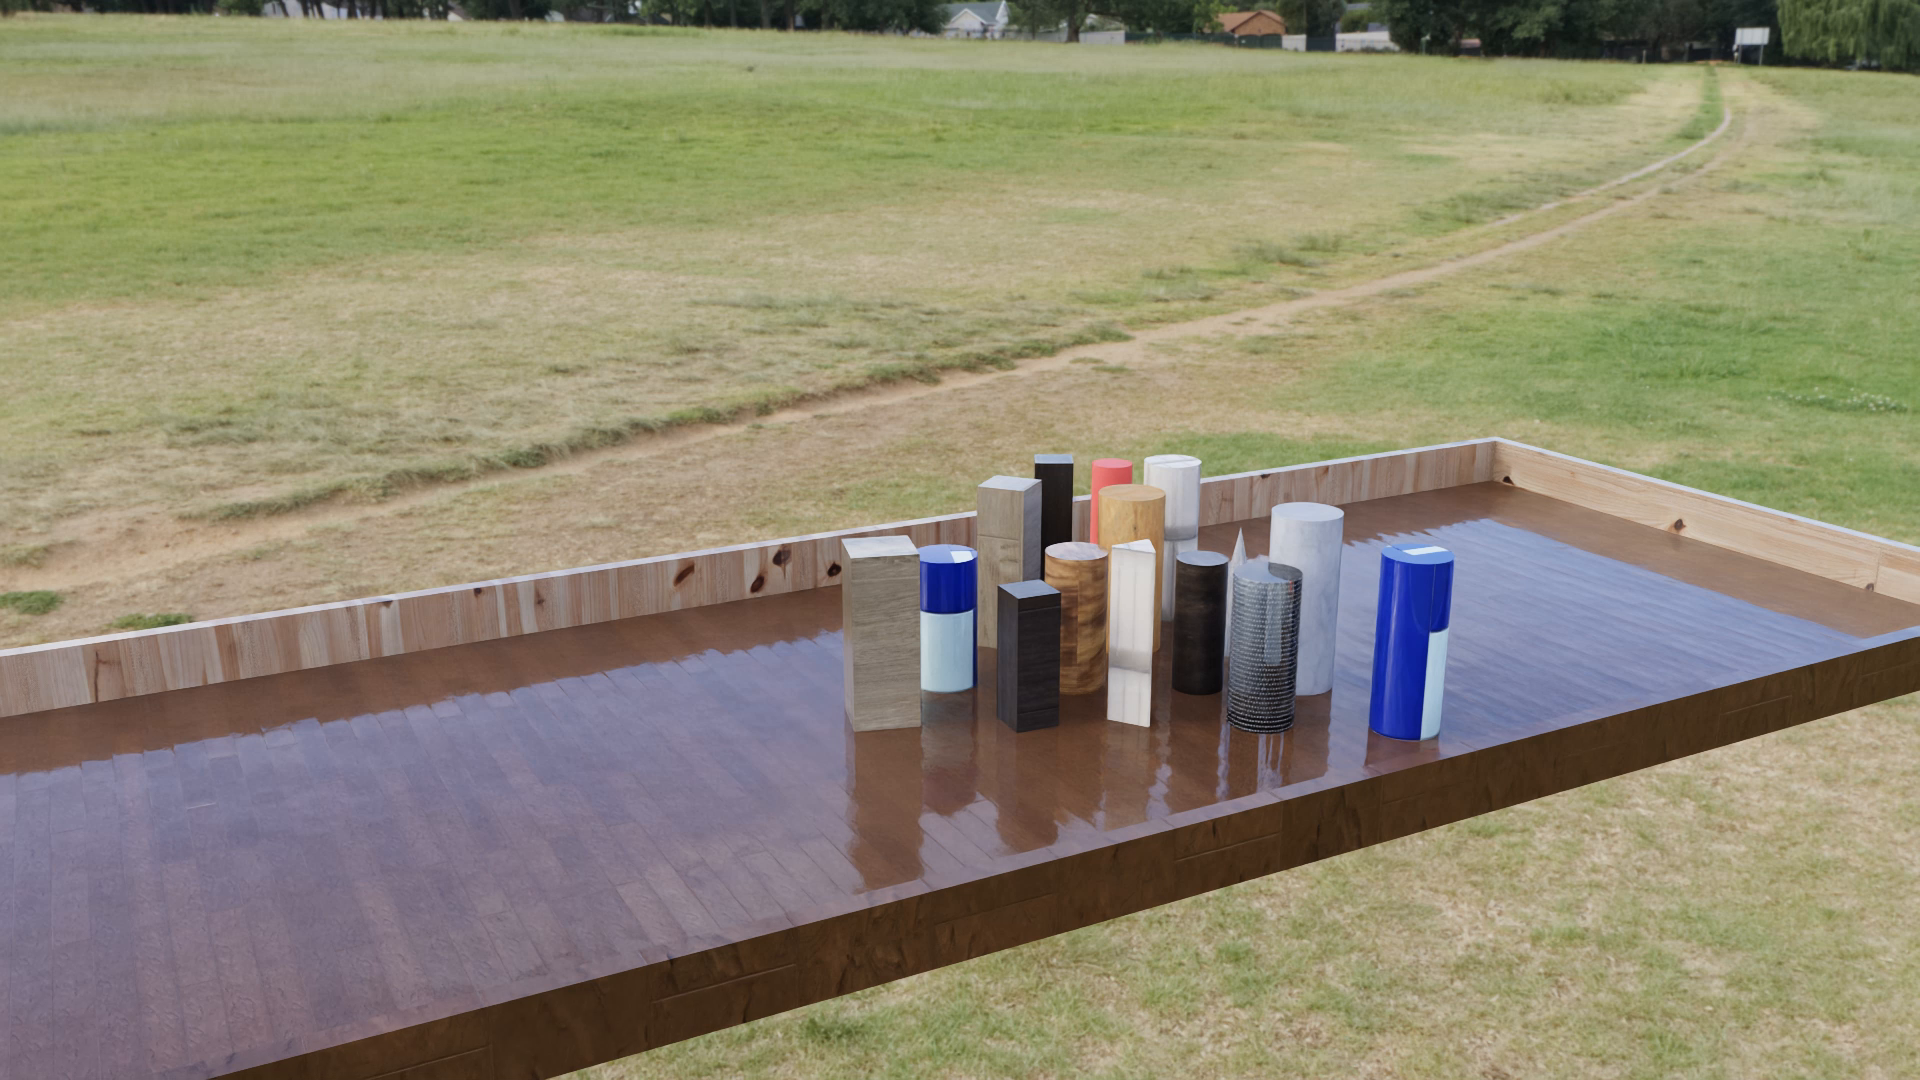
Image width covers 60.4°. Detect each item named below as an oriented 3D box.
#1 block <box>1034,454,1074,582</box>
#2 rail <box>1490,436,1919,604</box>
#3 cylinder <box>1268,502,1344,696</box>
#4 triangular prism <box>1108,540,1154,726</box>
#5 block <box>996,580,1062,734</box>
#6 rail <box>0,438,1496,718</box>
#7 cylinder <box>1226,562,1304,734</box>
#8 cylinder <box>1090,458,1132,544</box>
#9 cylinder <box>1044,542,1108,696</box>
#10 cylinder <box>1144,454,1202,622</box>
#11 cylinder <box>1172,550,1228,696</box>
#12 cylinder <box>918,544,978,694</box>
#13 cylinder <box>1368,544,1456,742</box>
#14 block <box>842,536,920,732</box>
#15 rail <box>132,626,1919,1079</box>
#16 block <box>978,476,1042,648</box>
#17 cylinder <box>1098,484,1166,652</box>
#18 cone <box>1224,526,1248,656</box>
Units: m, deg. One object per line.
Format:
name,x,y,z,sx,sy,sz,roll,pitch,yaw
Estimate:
block,0.258,-0.009,4.594,0.104,0.446,0.104,0,16,1
rail,2.466,-0.048,5.253,0.050,0.150,2.100,-9,18,-27
cylinder,0.846,0.144,4.075,0.174,0.445,0.174,0,16,0
triangular prism,0.417,0.215,3.867,0.106,0.427,0.092,8,18,27
block,0.160,0.270,3.852,0.110,0.329,0.110,-7,18,-23
rail,-3.305,0.497,3.399,12.000,0.150,0.050,-9,18,-27
cylinder,0.710,0.251,3.849,0.158,0.368,0.158,0,16,0
cylinder,0.441,-0.042,4.829,0.118,0.377,0.118,0,16,0
cylinder,0.286,0.193,4.083,0.156,0.347,0.156,0,16,0
cylinder,0.585,-0.006,4.596,0.156,0.440,0.156,0,16,0
cylinder,0.592,0.204,4.069,0.127,0.334,0.127,0,16,0
cylinder,-0.037,0.195,4.099,0.163,0.335,0.163,0,16,0
cylinder,1.039,0.235,3.801,0.162,0.425,0.162,0,16,0
block,-0.185,0.217,3.866,0.157,0.422,0.157,-3,17,-12
rail,-2.336,1.006,1.665,12.000,0.150,0.050,-9,18,-27
block,0.130,0.062,4.368,0.129,0.439,0.129,7,18,23
cylinder,0.447,0.078,4.344,0.174,0.420,0.174,0,16,0
cone,0.730,0.125,4.331,0.145,0.337,0.145,0,16,0
